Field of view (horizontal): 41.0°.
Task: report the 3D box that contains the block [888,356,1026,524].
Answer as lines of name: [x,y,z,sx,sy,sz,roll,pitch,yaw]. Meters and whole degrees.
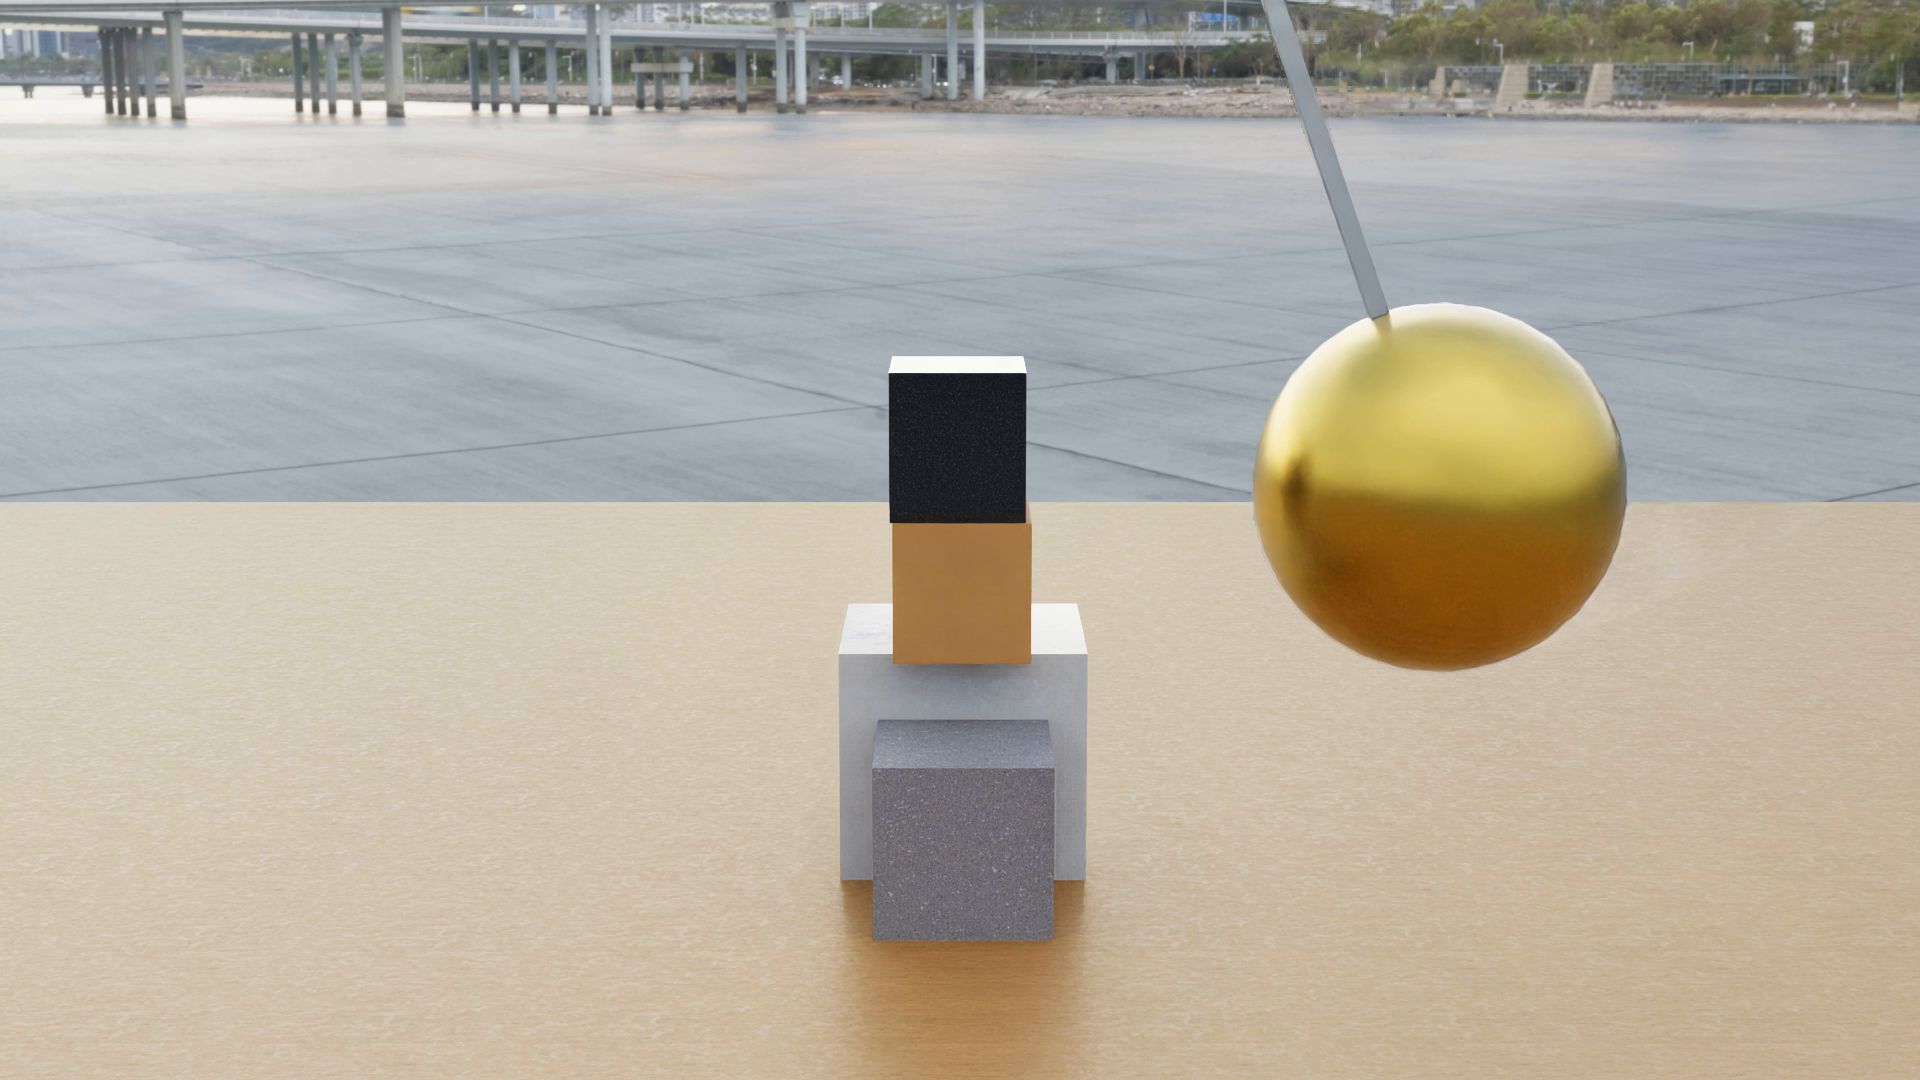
block: [-0.010,-0.441,11.100,0.577,0.639,0.621,0,10,0]

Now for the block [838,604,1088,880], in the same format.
block: [0.013,0.901,11.752,1.083,1.022,1.074,0,10,0]

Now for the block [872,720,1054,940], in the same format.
block: [0.014,1.213,10.850,0.740,0.731,0.793,0,10,0]

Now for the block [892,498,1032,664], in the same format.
block: [0.009,0.172,11.212,0.591,0.606,0.651,0,10,0]

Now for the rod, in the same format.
rod: [0.899,-3.366,10.568,0.080,5.200,0.080,-20,10,4]

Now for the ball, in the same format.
ball: [2.074,-0.227,11.139,1.600,1.600,1.600,0,10,0]
